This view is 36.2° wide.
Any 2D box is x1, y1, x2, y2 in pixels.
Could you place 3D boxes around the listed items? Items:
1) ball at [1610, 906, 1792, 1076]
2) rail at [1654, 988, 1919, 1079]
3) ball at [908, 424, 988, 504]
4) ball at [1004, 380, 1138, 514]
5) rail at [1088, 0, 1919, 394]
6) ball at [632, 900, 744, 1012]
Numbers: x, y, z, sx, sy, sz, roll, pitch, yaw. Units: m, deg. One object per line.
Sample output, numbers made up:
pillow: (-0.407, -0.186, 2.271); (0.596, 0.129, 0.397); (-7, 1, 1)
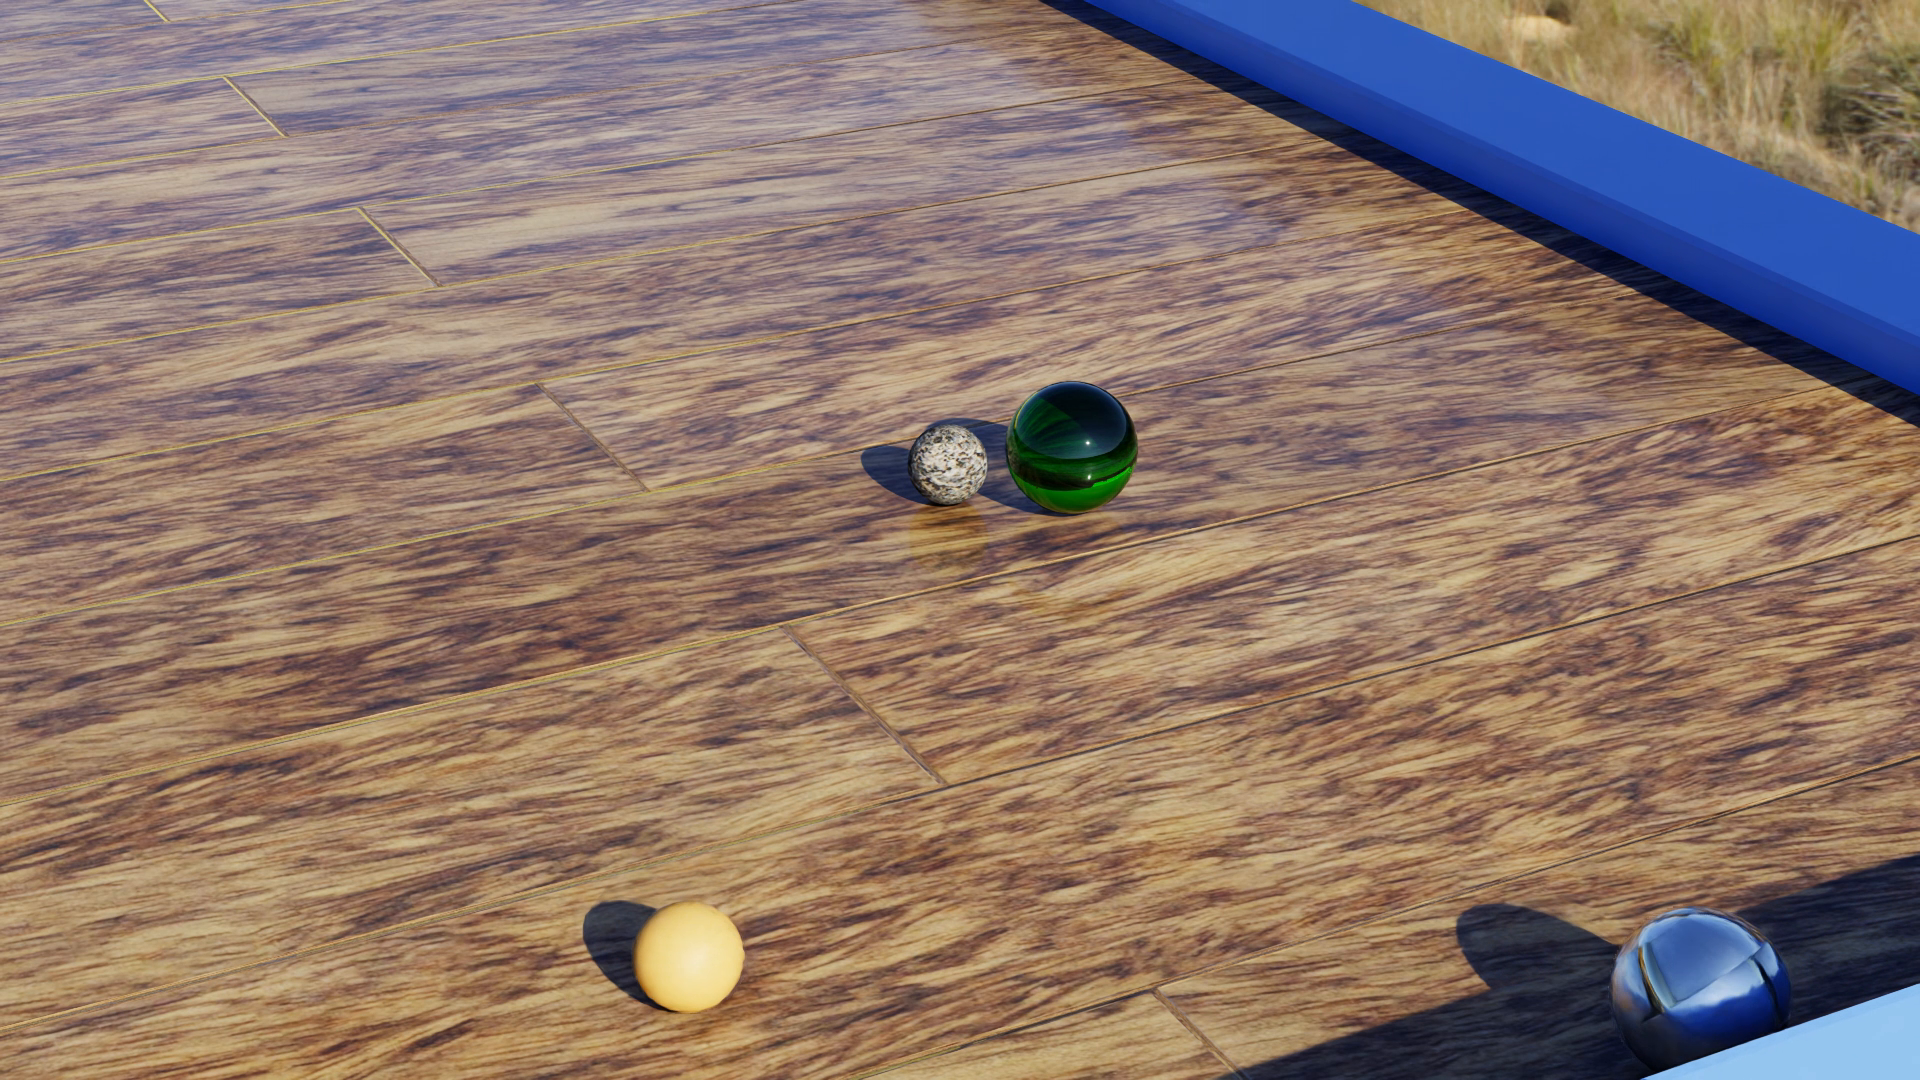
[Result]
ball: (0.389, 0.240, 1.546); (0.093, 0.093, 0.093); (0, 25, 0)
rail: (0.371, 0.281, 1.415); (1.726, 0.129, 0.045); (-12, 28, -24)
ball: (-0.009, -0.057, 2.210); (0.061, 0.061, 0.061); (0, 25, 0)
ball: (0.083, -0.069, 2.191); (0.099, 0.099, 0.099); (0, 25, 0)
rail: (0.363, -0.509, 3.083); (0.045, 0.129, 3.334); (-12, 28, -24)
ball: (-0.149, 0.228, 1.609); (0.061, 0.061, 0.061); (0, 25, 0)
